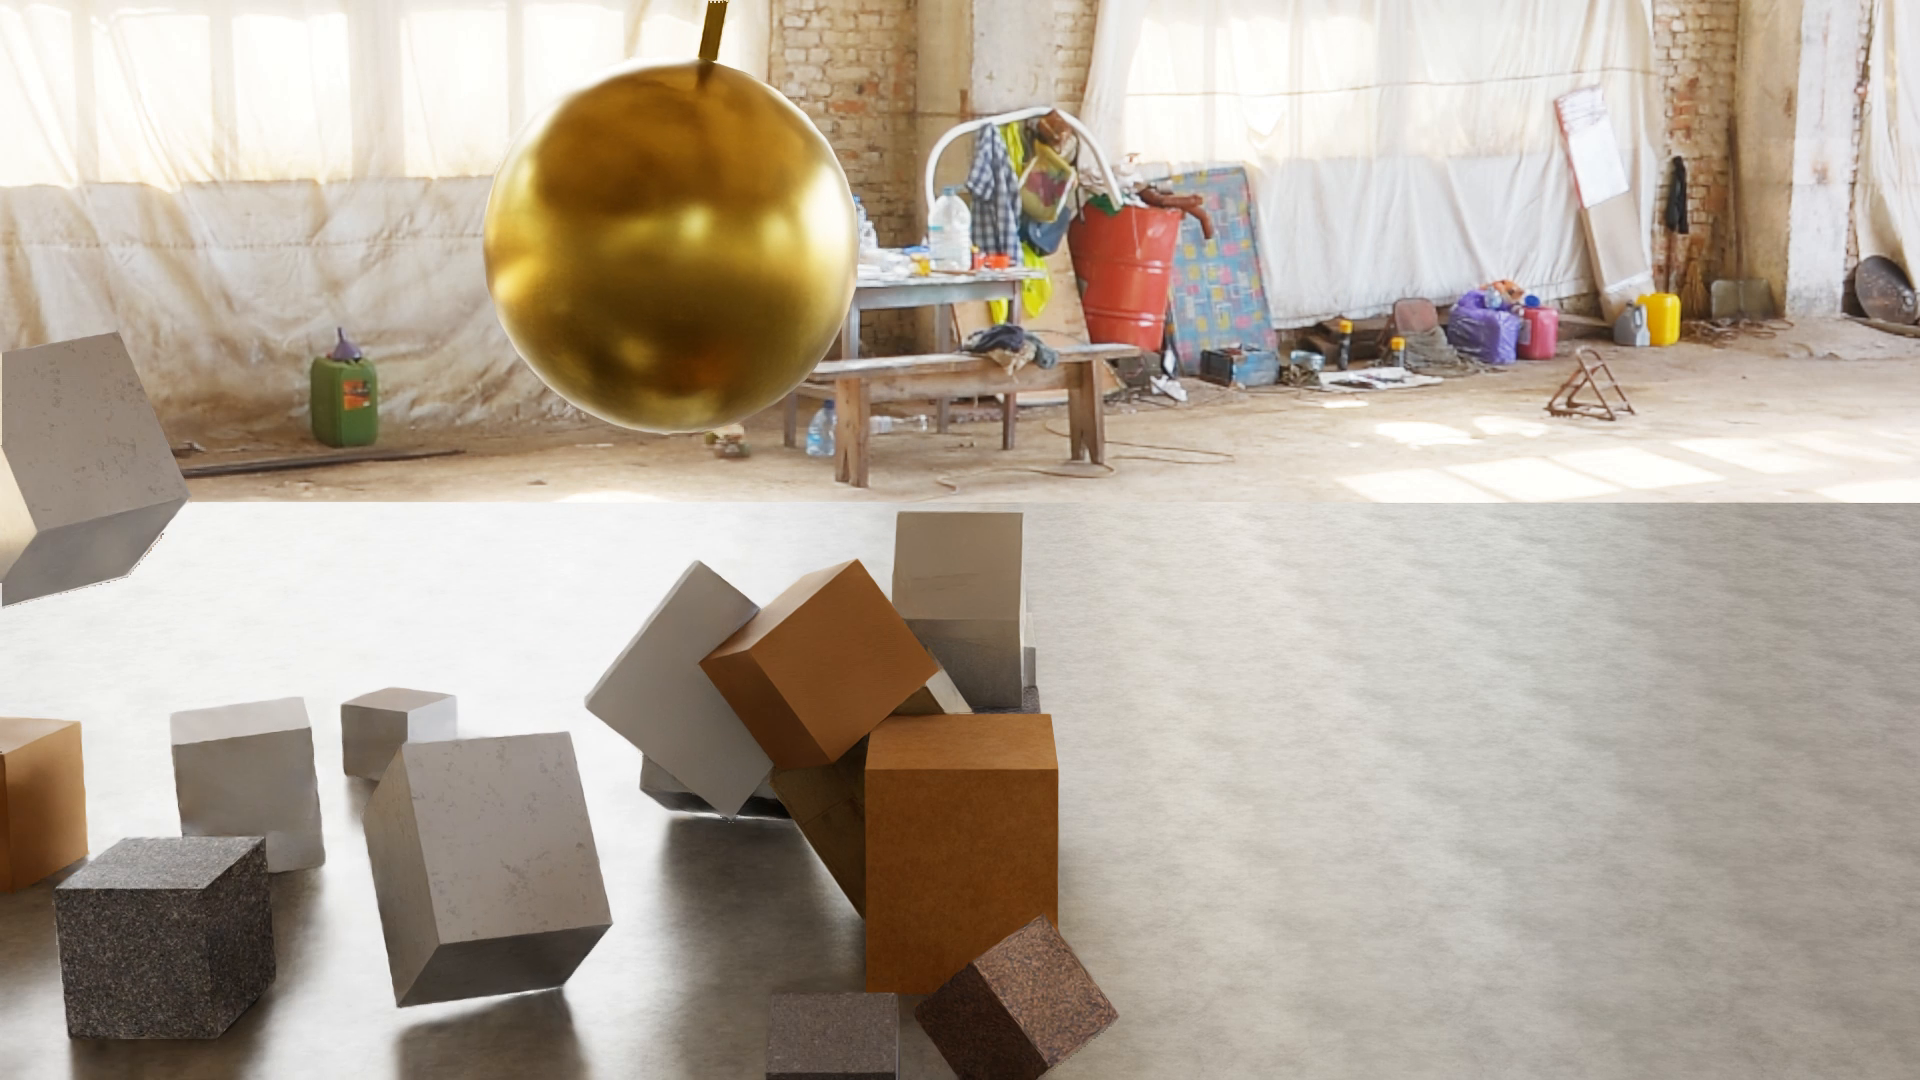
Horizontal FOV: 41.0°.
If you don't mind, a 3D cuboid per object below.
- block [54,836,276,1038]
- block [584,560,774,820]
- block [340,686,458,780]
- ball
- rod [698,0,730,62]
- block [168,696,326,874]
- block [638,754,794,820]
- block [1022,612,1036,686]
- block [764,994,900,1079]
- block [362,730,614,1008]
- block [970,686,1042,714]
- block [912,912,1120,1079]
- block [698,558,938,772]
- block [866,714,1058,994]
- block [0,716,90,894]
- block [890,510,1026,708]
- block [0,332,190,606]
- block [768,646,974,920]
[{"bbox_3d":[-2.988,1.492,9.690,0.564,0.575,0.625,-1,11,6],"label":"block"},{"bbox_3d":[-1.084,0.639,11.192,0.782,0.784,0.691,39,-6,-6],"label":"block"},{"bbox_3d":[-2.849,0.992,13.061,0.421,0.376,0.405,5,11,26],"label":"block"},{"bbox_3d":[-1.226,-1.253,10.953,1.600,1.600,1.600,0,10,0],"label":"ball"},{"bbox_3d":[-0.531,-4.527,10.357,0.080,5.200,0.080,12,10,-2],"label":"rod"},{"bbox_3d":[-3.212,1.116,11.551,0.596,0.637,0.614,-7,12,-17],"label":"block"},{"bbox_3d":[-1.087,0.923,12.103,0.652,0.660,0.556,3,-16,9],"label":"block"},{"bbox_3d":[0.006,0.851,12.516,0.701,0.848,0.788,0,10,0],"label":"block"},{"bbox_3d":[-0.410,1.765,8.368,0.413,0.427,0.372,0,32,0],"label":"block"},{"bbox_3d":[-1.808,1.247,9.744,0.659,0.791,0.659,-3,-28,-29],"label":"block"},{"bbox_3d":[0.016,1.078,11.783,0.702,0.664,0.718,0,10,0],"label":"block"},{"bbox_3d":[0.191,1.630,8.827,0.423,0.438,0.383,-25,-16,-49],"label":"block"},{"bbox_3d":[-0.586,0.520,10.568,0.616,0.574,0.566,-40,11,-26],"label":"block"},{"bbox_3d":[0.007,1.236,10.261,0.737,0.897,0.861,0,10,0],"label":"block"},{"bbox_3d":[-4.349,1.163,11.424,0.641,0.625,0.595,2,11,13],"label":"block"},{"bbox_3d":[0.001,0.314,11.601,0.566,0.678,0.599,1,53,3],"label":"block"},{"bbox_3d":[-3.482,-0.260,9.799,0.615,0.715,0.744,-17,-13,-43],"label":"block"},{"bbox_3d":[-0.275,1.030,11.035,0.780,0.716,0.716,-33,9,6],"label":"block"}]
